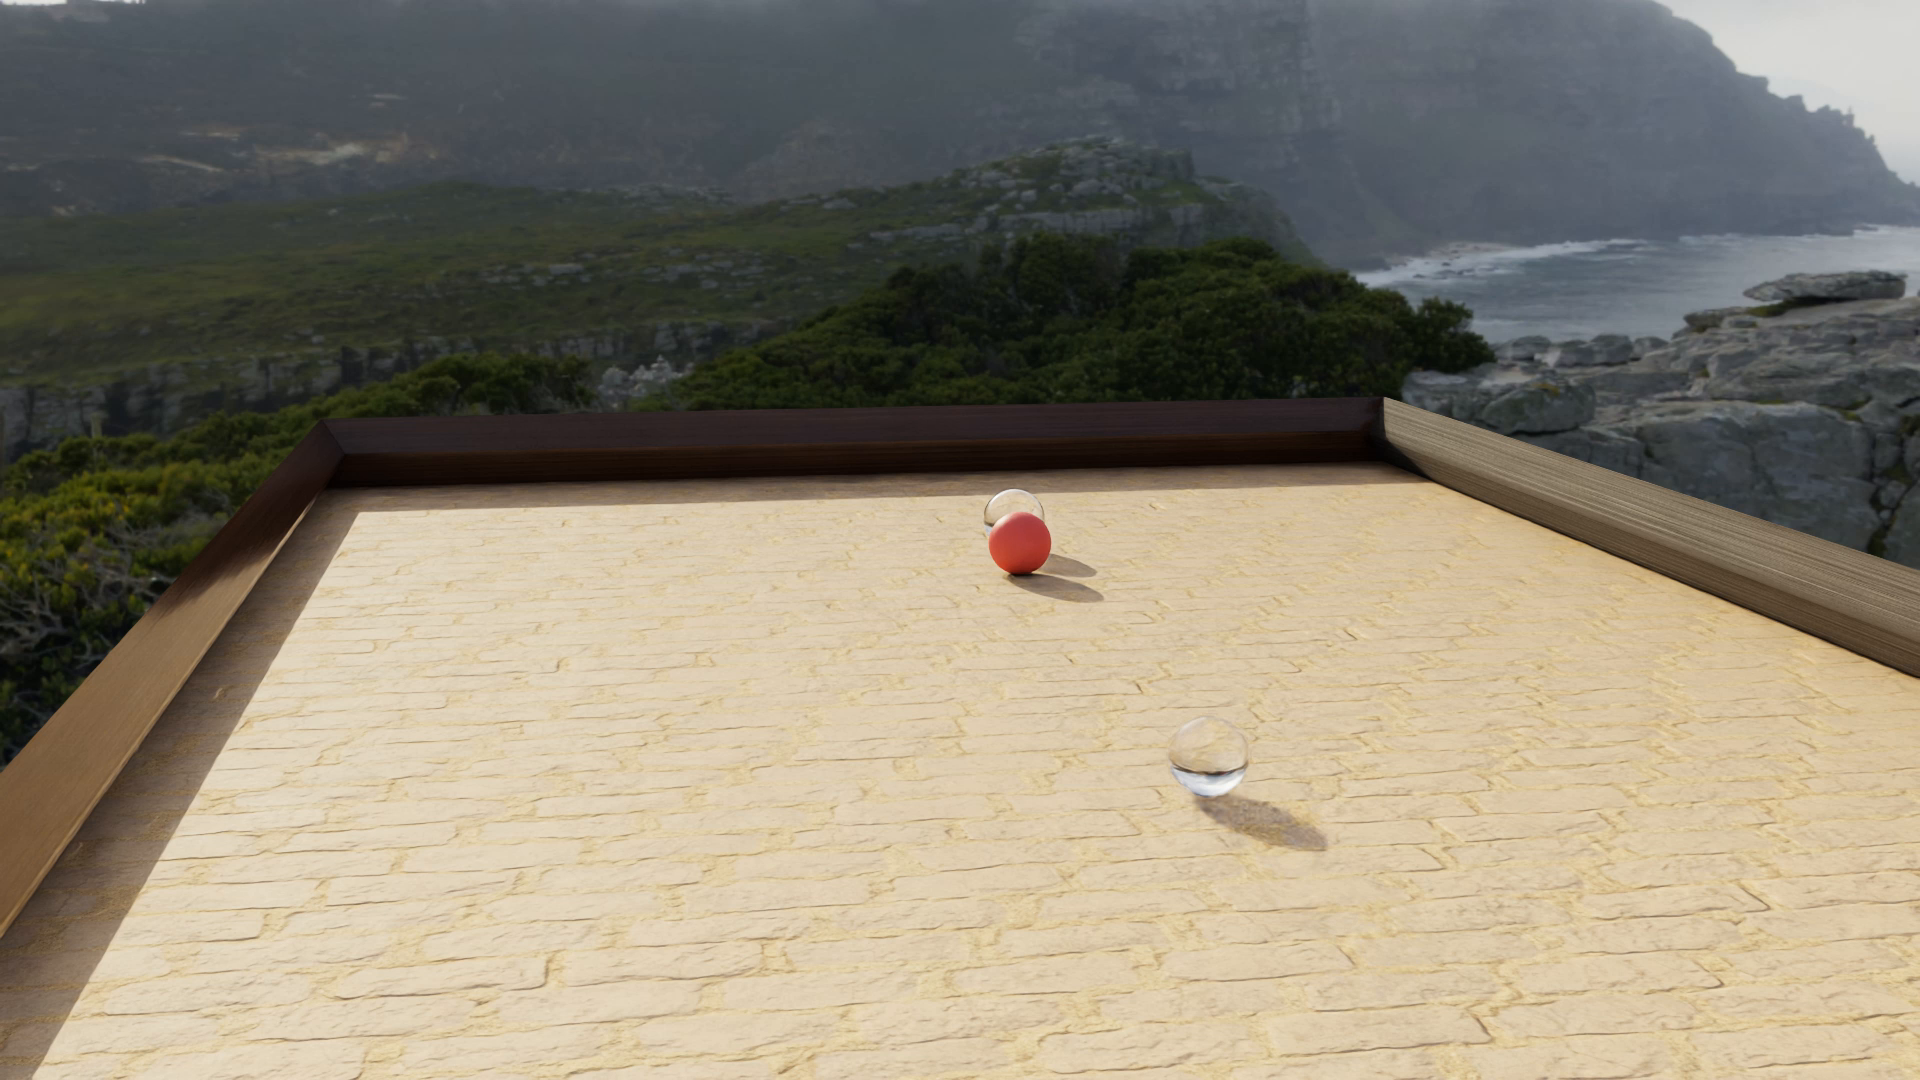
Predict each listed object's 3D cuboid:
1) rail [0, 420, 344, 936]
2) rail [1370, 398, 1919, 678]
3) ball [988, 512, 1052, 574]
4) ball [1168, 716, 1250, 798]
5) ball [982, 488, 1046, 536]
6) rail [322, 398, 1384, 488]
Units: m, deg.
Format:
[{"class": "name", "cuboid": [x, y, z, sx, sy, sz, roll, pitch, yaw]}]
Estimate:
[{"class": "rail", "cuboid": [-0.809, 0.186, 2.123, 0.045, 0.125, 3.849, -2, 11, -10]}, {"class": "rail", "cuboid": [1.133, 0.126, 2.449, 0.045, 0.125, 3.849, -2, 11, -10]}, {"class": "ball", "cuboid": [0.087, 0.005, 3.203, 0.092, 0.092, 0.092, 0, 10, 0]}, {"class": "ball", "cuboid": [0.241, 0.209, 2.128, 0.079, 0.079, 0.079, 0, 10, 0]}, {"class": "ball", "cuboid": [0.083, -0.031, 3.383, 0.096, 0.096, 0.096, 0, 10, 0]}, {"class": "rail", "cuboid": [-0.158, -0.184, 4.128, 2.017, 0.125, 0.045, -2, 11, -10]}]
